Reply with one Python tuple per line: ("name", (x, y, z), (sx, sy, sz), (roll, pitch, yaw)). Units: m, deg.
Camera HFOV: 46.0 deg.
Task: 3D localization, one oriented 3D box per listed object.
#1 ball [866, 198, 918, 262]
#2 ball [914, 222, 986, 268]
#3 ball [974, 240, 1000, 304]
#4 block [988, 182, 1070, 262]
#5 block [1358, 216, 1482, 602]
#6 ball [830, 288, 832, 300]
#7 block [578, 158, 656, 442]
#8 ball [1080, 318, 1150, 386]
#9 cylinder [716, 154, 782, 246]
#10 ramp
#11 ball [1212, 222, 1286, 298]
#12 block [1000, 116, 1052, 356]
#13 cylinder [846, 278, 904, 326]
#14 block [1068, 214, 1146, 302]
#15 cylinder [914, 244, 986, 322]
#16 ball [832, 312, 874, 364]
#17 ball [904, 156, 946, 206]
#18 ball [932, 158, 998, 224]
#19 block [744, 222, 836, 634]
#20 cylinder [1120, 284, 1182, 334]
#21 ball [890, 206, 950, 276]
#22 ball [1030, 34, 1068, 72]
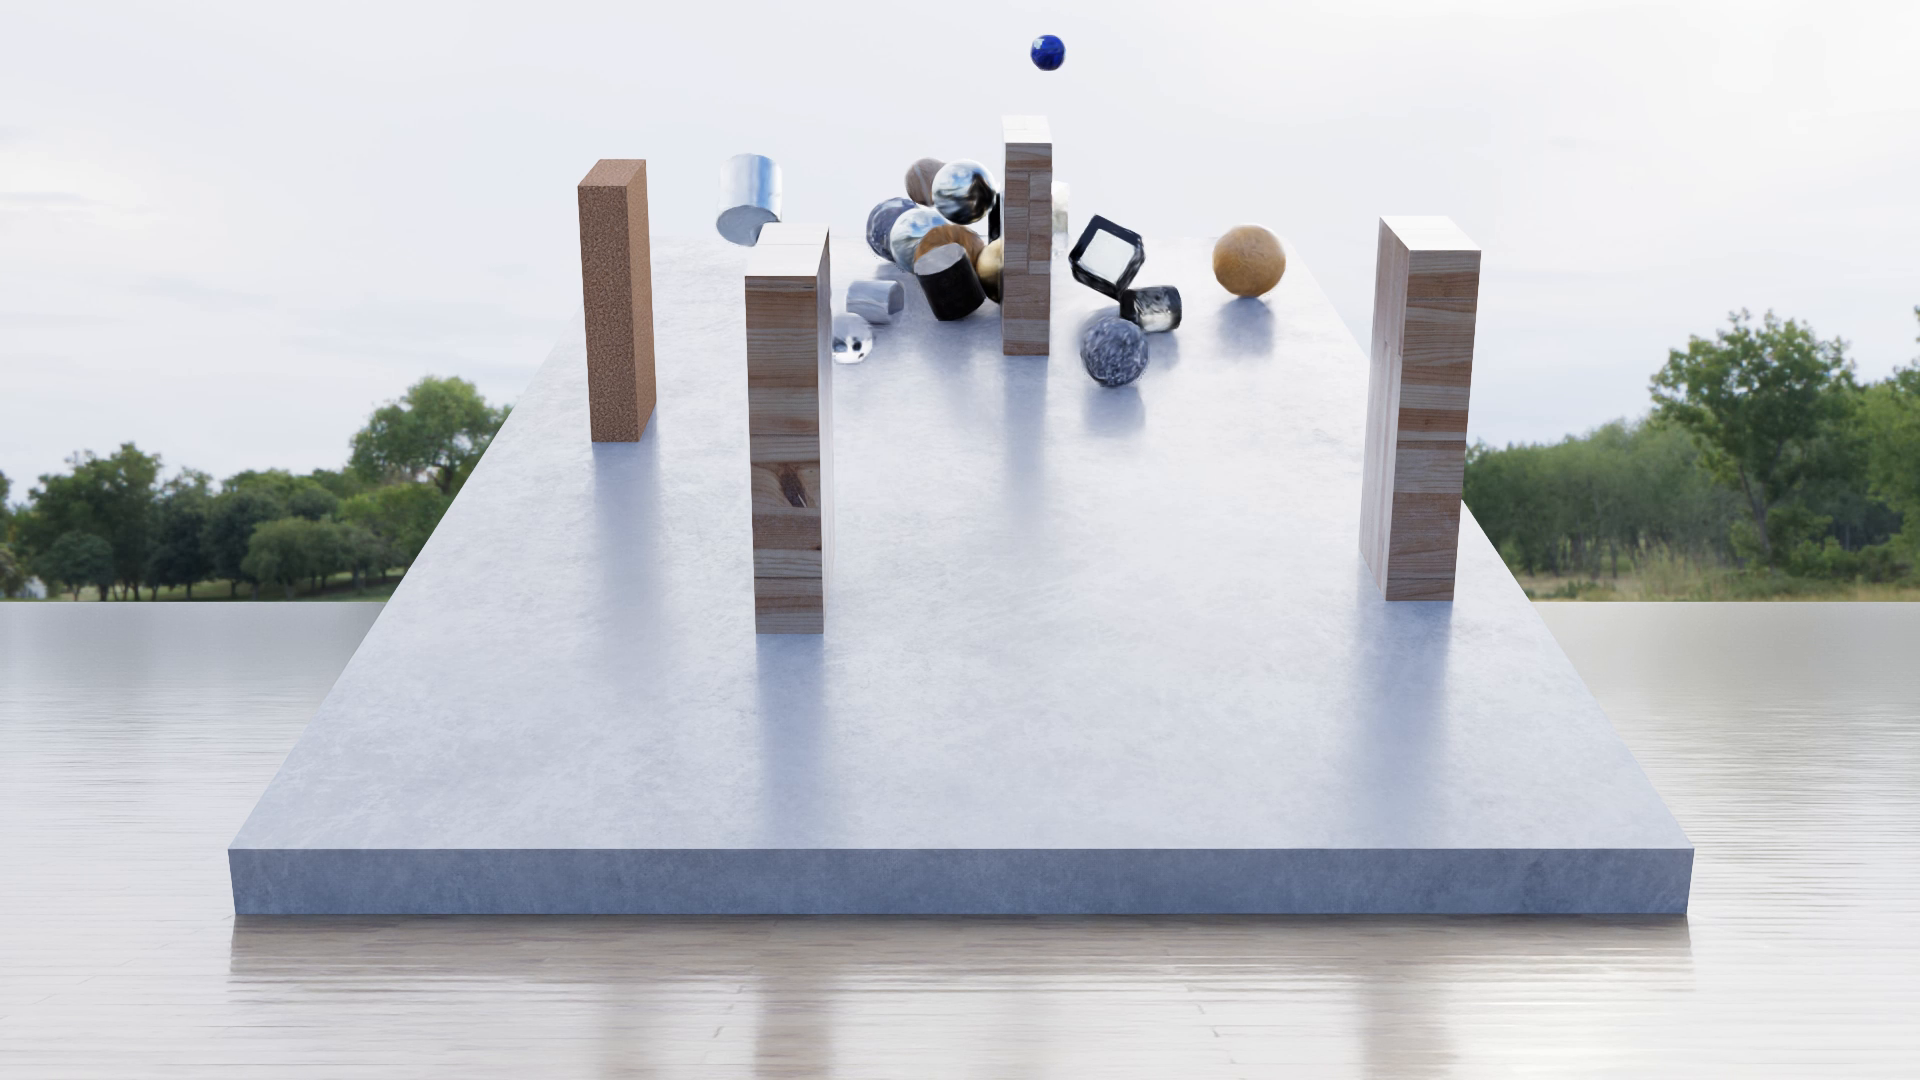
("ball", (-0.179, -0.889, 6.481), (0.185, 0.185, 0.185), (0, -1, 0))
("ball", (-0.023, -0.750, 6.070), (0.200, 0.200, 0.200), (0, -1, 0))
("ball", (0.129, -0.708, 5.965), (0.179, 0.179, 0.179), (0, -1, 0))
("block", (0.200, -0.936, 6.601), (0.194, 0.194, 0.194), (6, 20, 16))
("block", (0.806, -0.235, 3.993), (0.119, 0.625, 0.282), (0, 20, 0))
("ball", (-0.404, -0.636, 5.826), (0.147, 0.147, 0.147), (0, -1, 0))
("block", (-0.740, -0.523, 4.904), (0.102, 0.552, 0.314), (0, 20, 0))
("ball", (0.359, -0.437, 5.252), (0.160, 0.160, 0.160), (0, -1, 0))
("cylinder", (-0.538, -0.871, 5.793), (0.167, 0.167, 0.167), (-1, -30, -1))
("ramp", (-0.005, -0.203, 4.982), (2.000, 0.100, 4.000), (0, 20, 0))
("ball", (0.778, -0.752, 6.079), (0.200, 0.200, 0.200), (0, -1, 0))
("block", (0.162, -0.765, 5.634), (0.113, 0.520, 0.406), (0, 20, 0))
("cylinder", (-0.216, -0.611, 5.802), (0.114, 0.114, 0.114), (7, 1, 21))
("block", (0.392, -0.750, 6.016), (0.143, 0.143, 0.143), (28, -11, 18))
("cylinder", (-0.027, -0.666, 5.846), (0.144, 0.144, 0.144), (-18, 32, 12))
("ball", (-0.271, -0.485, 5.438), (0.125, 0.125, 0.125), (0, -1, 0))
("ball", (-0.089, -1.022, 6.443), (0.141, 0.141, 0.141), (0, -1, 0))
("ball", (0.011, -0.900, 5.842), (0.169, 0.169, 0.169), (0, -1, 0))
("block", (-0.288, -0.202, 3.908), (0.115, 0.616, 0.415), (0, 20, 0))
("cylinder", (0.484, -0.585, 5.730), (0.117, 0.117, 0.117), (-8, 2, -21))
("ball", (-0.099, -0.824, 6.235), (0.191, 0.191, 0.191), (0, -1, 0))
("ball", (0.266, -1.464, 6.787), (0.113, 0.113, 0.113), (0, -1, 0))
